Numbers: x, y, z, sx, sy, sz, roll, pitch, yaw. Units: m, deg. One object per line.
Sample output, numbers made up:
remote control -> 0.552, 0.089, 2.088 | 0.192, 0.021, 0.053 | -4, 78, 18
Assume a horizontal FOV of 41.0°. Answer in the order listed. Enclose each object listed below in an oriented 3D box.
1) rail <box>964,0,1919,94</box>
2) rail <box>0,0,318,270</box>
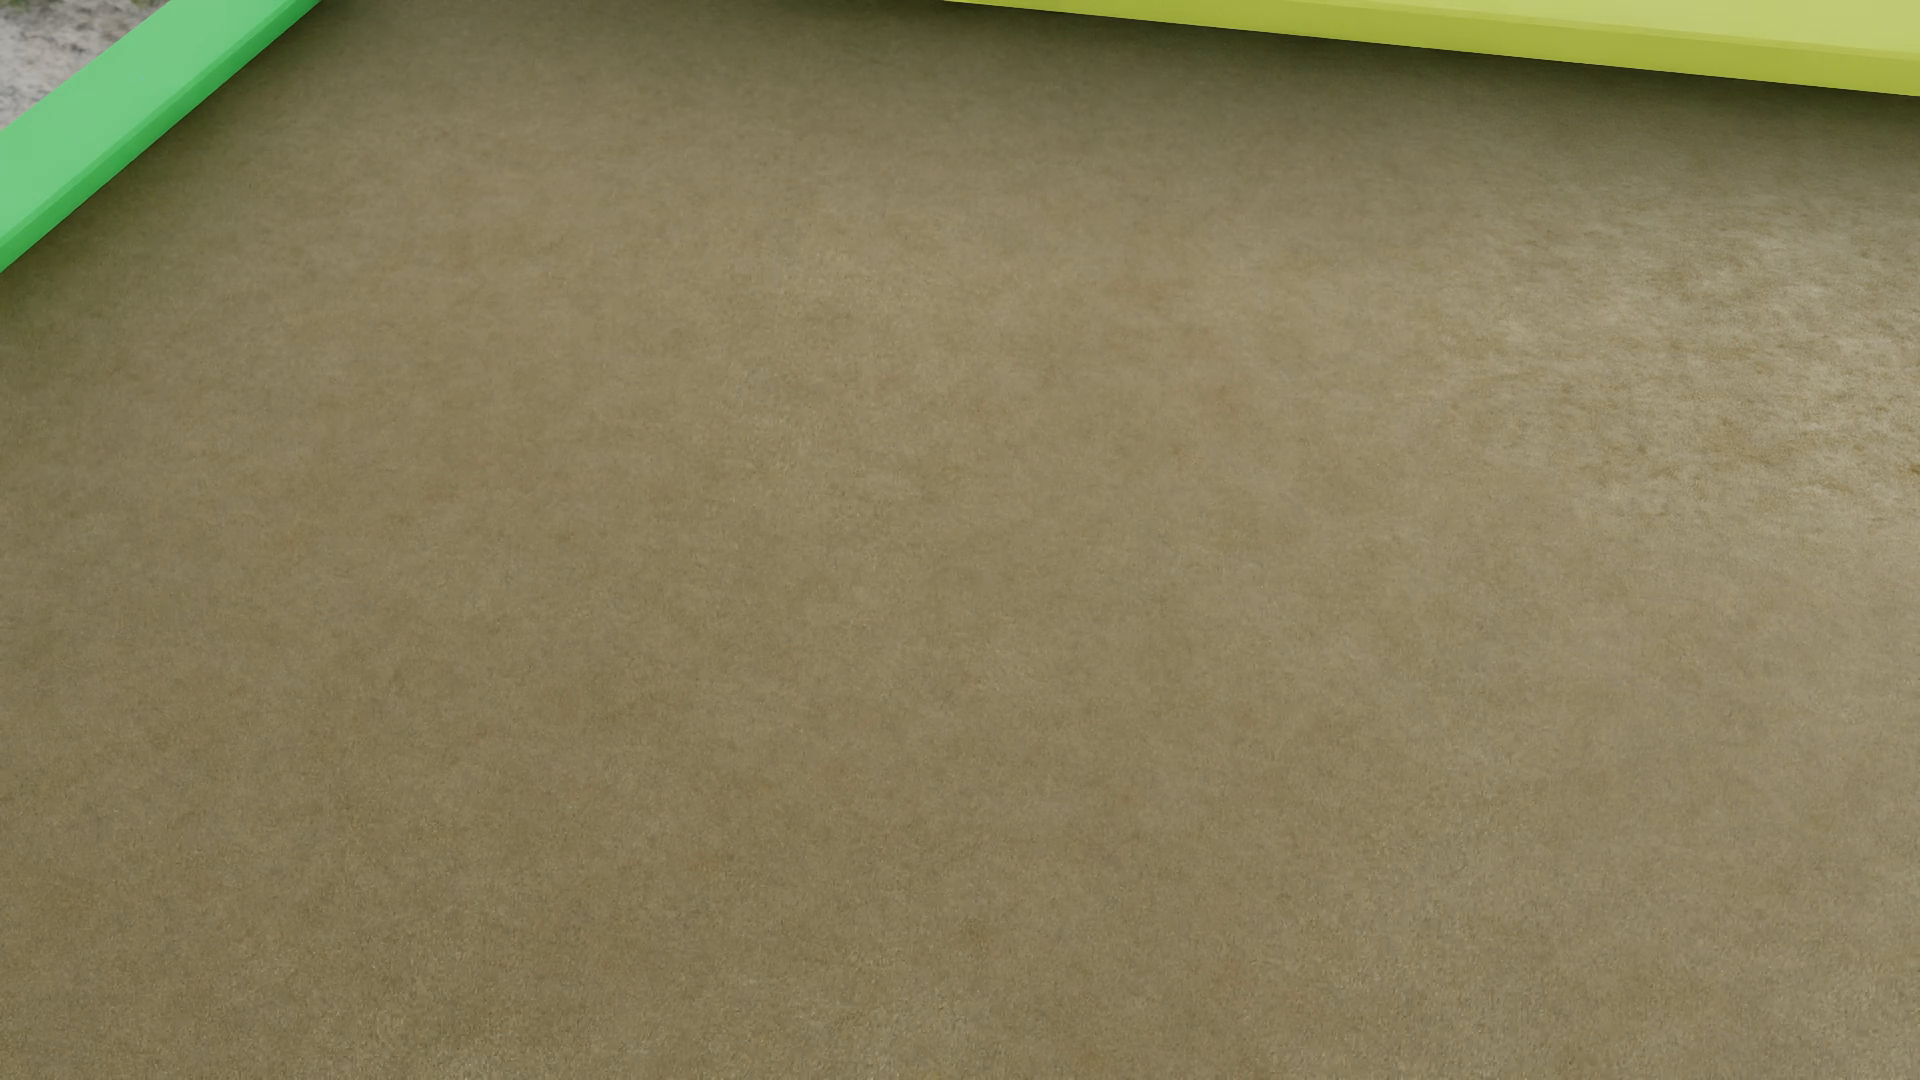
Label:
rail -> 1.205, -0.473, 2.588 | 3.902, 0.119, 0.045 | 8, 35, 12
rail -> -0.923, -0.160, 2.129 | 0.045, 0.119, 2.166 | 8, 35, 12
